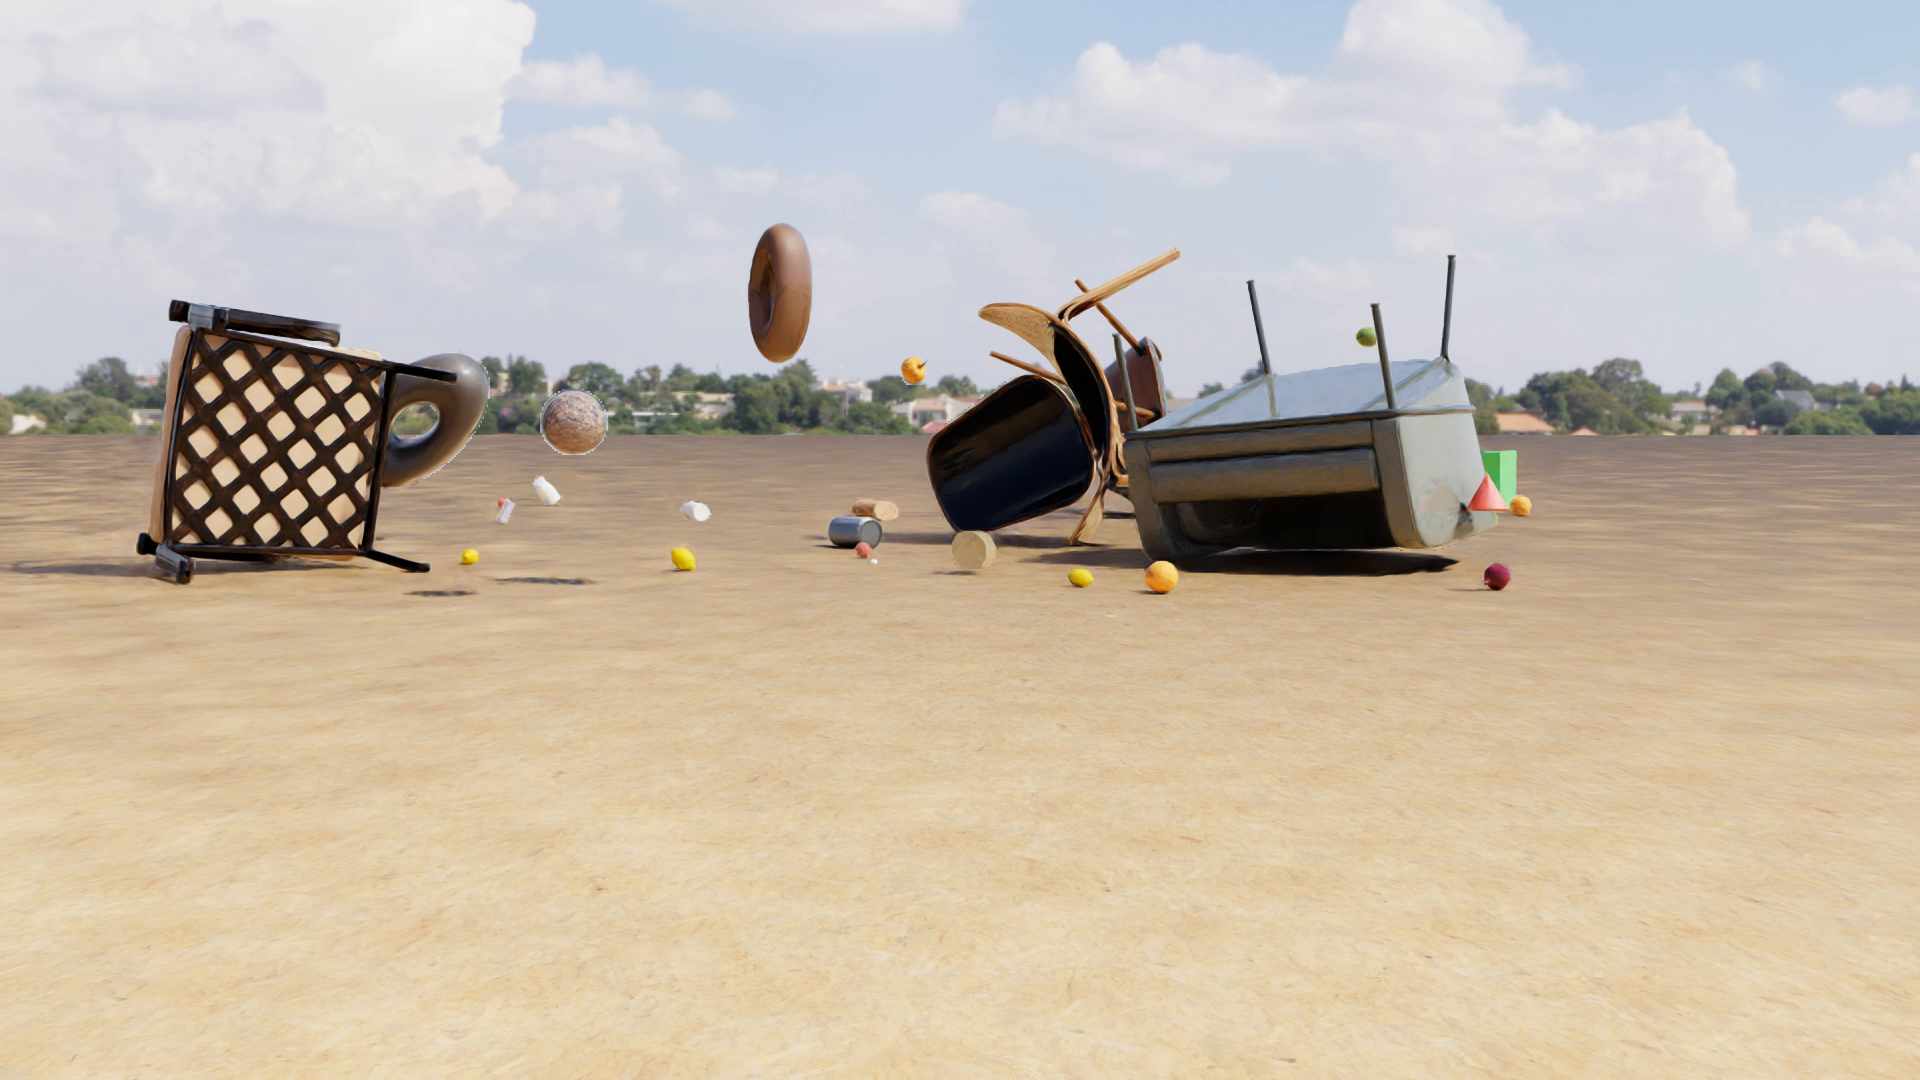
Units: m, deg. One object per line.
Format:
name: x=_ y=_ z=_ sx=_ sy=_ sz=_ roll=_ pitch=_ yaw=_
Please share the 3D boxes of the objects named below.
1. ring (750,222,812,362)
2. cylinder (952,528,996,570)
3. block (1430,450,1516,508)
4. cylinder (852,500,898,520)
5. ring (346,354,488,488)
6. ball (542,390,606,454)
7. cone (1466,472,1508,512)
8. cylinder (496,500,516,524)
ring: x=-0.400 y=-0.550 z=4.892 sx=0.094 sy=0.311 sz=0.166 roll=-2 pitch=8 yaw=-36
cylinder: x=0.034 y=0.023 z=5.343 sx=0.083 sy=0.096 sz=0.107 roll=-28 pitch=-2 yaw=16
block: x=1.943 y=-0.230 z=8.330 sx=0.268 sy=0.215 sz=0.210 roll=2 pitch=5 yaw=30
cylinder: x=-0.290 y=-0.101 z=7.542 sx=0.106 sy=0.065 sz=0.125 roll=9 pitch=-3 yaw=-39
ring: x=-1.605 y=-0.350 z=6.483 sx=0.535 sy=0.291 sz=0.178 roll=-38 pitch=19 yaw=17
ball: x=-0.824 y=-0.252 z=4.693 sx=0.134 sy=0.134 sz=0.134 roll=0 pitch=4 yaw=0
cone: x=1.299 y=-0.120 z=5.418 sx=0.101 sy=0.095 sz=0.157 roll=0 pitch=-2 yaw=1
cylinder: x=-1.513 y=-0.095 z=7.328 sx=0.034 sy=0.073 sz=0.058 roll=27 pitch=3 yaw=-20
